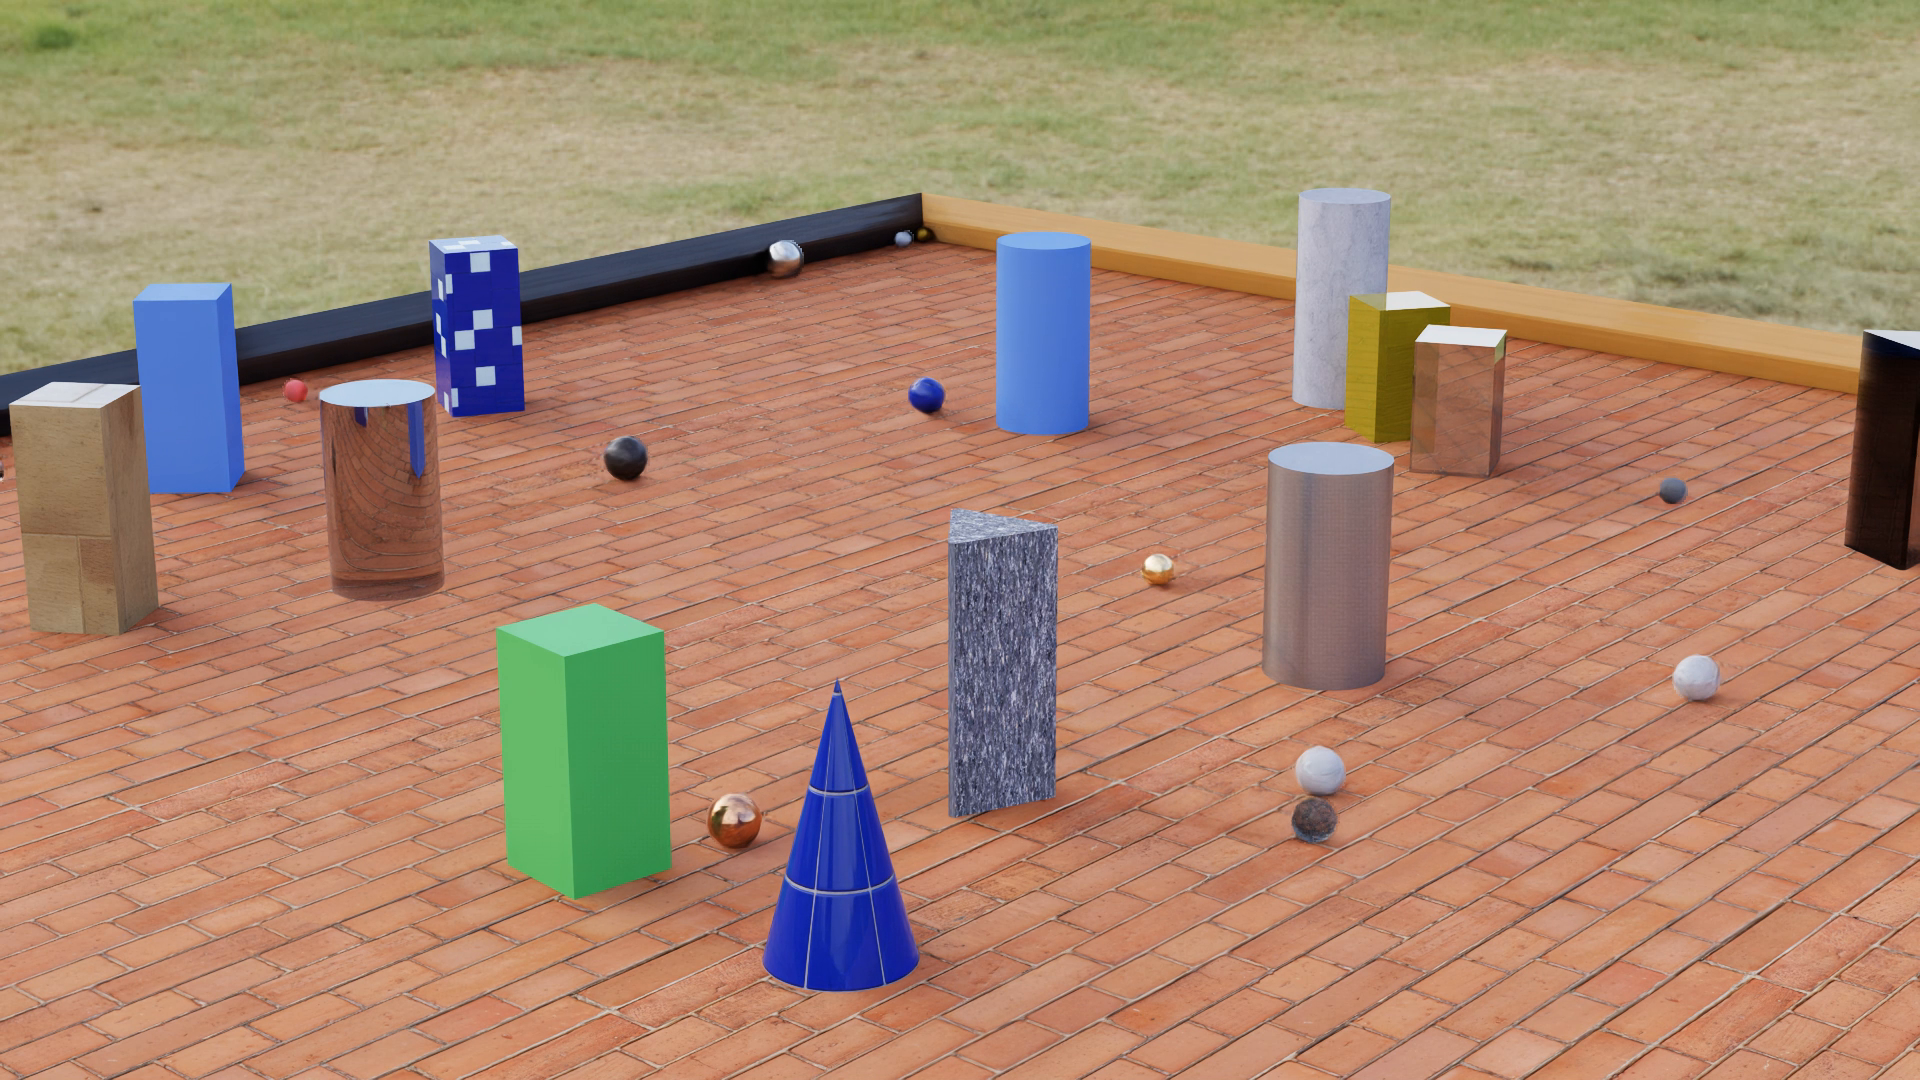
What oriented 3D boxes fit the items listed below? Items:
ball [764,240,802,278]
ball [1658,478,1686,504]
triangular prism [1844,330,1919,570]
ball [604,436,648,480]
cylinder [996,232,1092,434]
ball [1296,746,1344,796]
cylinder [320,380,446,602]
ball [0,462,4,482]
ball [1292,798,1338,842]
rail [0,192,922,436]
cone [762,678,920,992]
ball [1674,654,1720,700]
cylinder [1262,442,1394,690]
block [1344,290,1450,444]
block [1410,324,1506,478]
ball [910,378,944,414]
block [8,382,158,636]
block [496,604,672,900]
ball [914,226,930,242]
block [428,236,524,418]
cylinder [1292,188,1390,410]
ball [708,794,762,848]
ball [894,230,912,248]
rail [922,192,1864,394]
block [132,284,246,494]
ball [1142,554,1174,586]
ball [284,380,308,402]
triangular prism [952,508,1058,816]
[{"bbox_3d":[-0.467,-0.739,7.737,0.099,0.099,0.099,0,17,0],"label":"ball"},{"bbox_3d":[1.381,-0.097,5.688,0.051,0.051,0.051,0,17,0],"label":"ball"},{"bbox_3d":[1.694,-0.172,5.322,0.149,0.406,0.172,14,22,38],"label":"triangular prism"},{"bbox_3d":[-0.667,-0.163,5.844,0.087,0.087,0.087,0,17,0],"label":"ball"},{"bbox_3d":[0.177,-0.440,6.228,0.199,0.397,0.199,0,17,0],"label":"cylinder"},{"bbox_3d":[0.519,0.333,4.228,0.071,0.071,0.071,0,17,0],"label":"ball"},{"bbox_3d":[-1.013,-0.089,5.144,0.199,0.349,0.199,0,17,0],"label":"cylinder"},{"bbox_3d":[-1.920,-0.134,5.785,0.067,0.067,0.067,0,17,0],"label":"ball"},{"bbox_3d":[0.491,0.388,4.059,0.062,0.062,0.062,0,17,0],"label":"ball"},{"bbox_3d":[-1.671,-0.386,6.509,0.045,0.129,4.821,14,22,39],"label":"rail"},{"bbox_3d":[-0.150,0.348,3.647,0.199,0.377,0.199,0,17,0],"label":"cone"},{"bbox_3d":[1.160,0.216,4.612,0.072,0.072,0.072,0,17,0],"label":"ball"},{"bbox_3d":[0.589,0.040,4.703,0.199,0.356,0.199,0,17,0],"label":"cylinder"},{"bbox_3d":[0.921,-0.366,6.179,0.159,0.283,0.159,-5,17,-15],"label":"block"},{"bbox_3d":[1.005,-0.280,5.916,0.159,0.270,0.159,5,18,18],"label":"block"},{"bbox_3d":[-0.071,-0.314,6.362,0.077,0.077,0.077,0,17,0],"label":"ball"},{"bbox_3d":[-1.476,-0.054,4.951,0.159,0.394,0.159,3,17,9],"label":"block"},{"bbox_3d":[-0.503,0.281,3.934,0.159,0.340,0.159,-14,22,-40],"label":"block"},{"bbox_3d":[-0.104,-0.855,8.216,0.045,0.045,0.045,0,17,0],"label":"ball"},{"bbox_3d":[-1.051,-0.467,6.380,0.159,0.360,0.159,-7,18,-21],"label":"block"},{"bbox_3d":[0.835,-0.530,6.429,0.199,0.454,0.199,0,17,0],"label":"cylinder"},{"bbox_3d":[-0.311,0.386,4.043,0.074,0.074,0.074,0,17,0],"label":"ball"},{"bbox_3d":[-0.159,-0.835,8.146,0.047,0.047,0.047,0,17,0],"label":"ball"},{"bbox_3d":[1.565,-0.487,6.845,4.472,0.129,0.045,14,22,39],"label":"rail"},{"bbox_3d":[-1.518,-0.300,5.781,0.159,0.386,0.159,-1,17,-3],"label":"block"},{"bbox_3d":[0.350,0.052,5.182,0.057,0.057,0.057,0,17,0],"label":"ball"},{"bbox_3d":[-1.462,-0.327,6.454,0.050,0.050,0.050,0,17,0],"label":"ball"},{"bbox_3d":[0.027,0.168,4.195,0.172,0.405,0.149,-9,19,-27],"label":"triangular prism"}]
